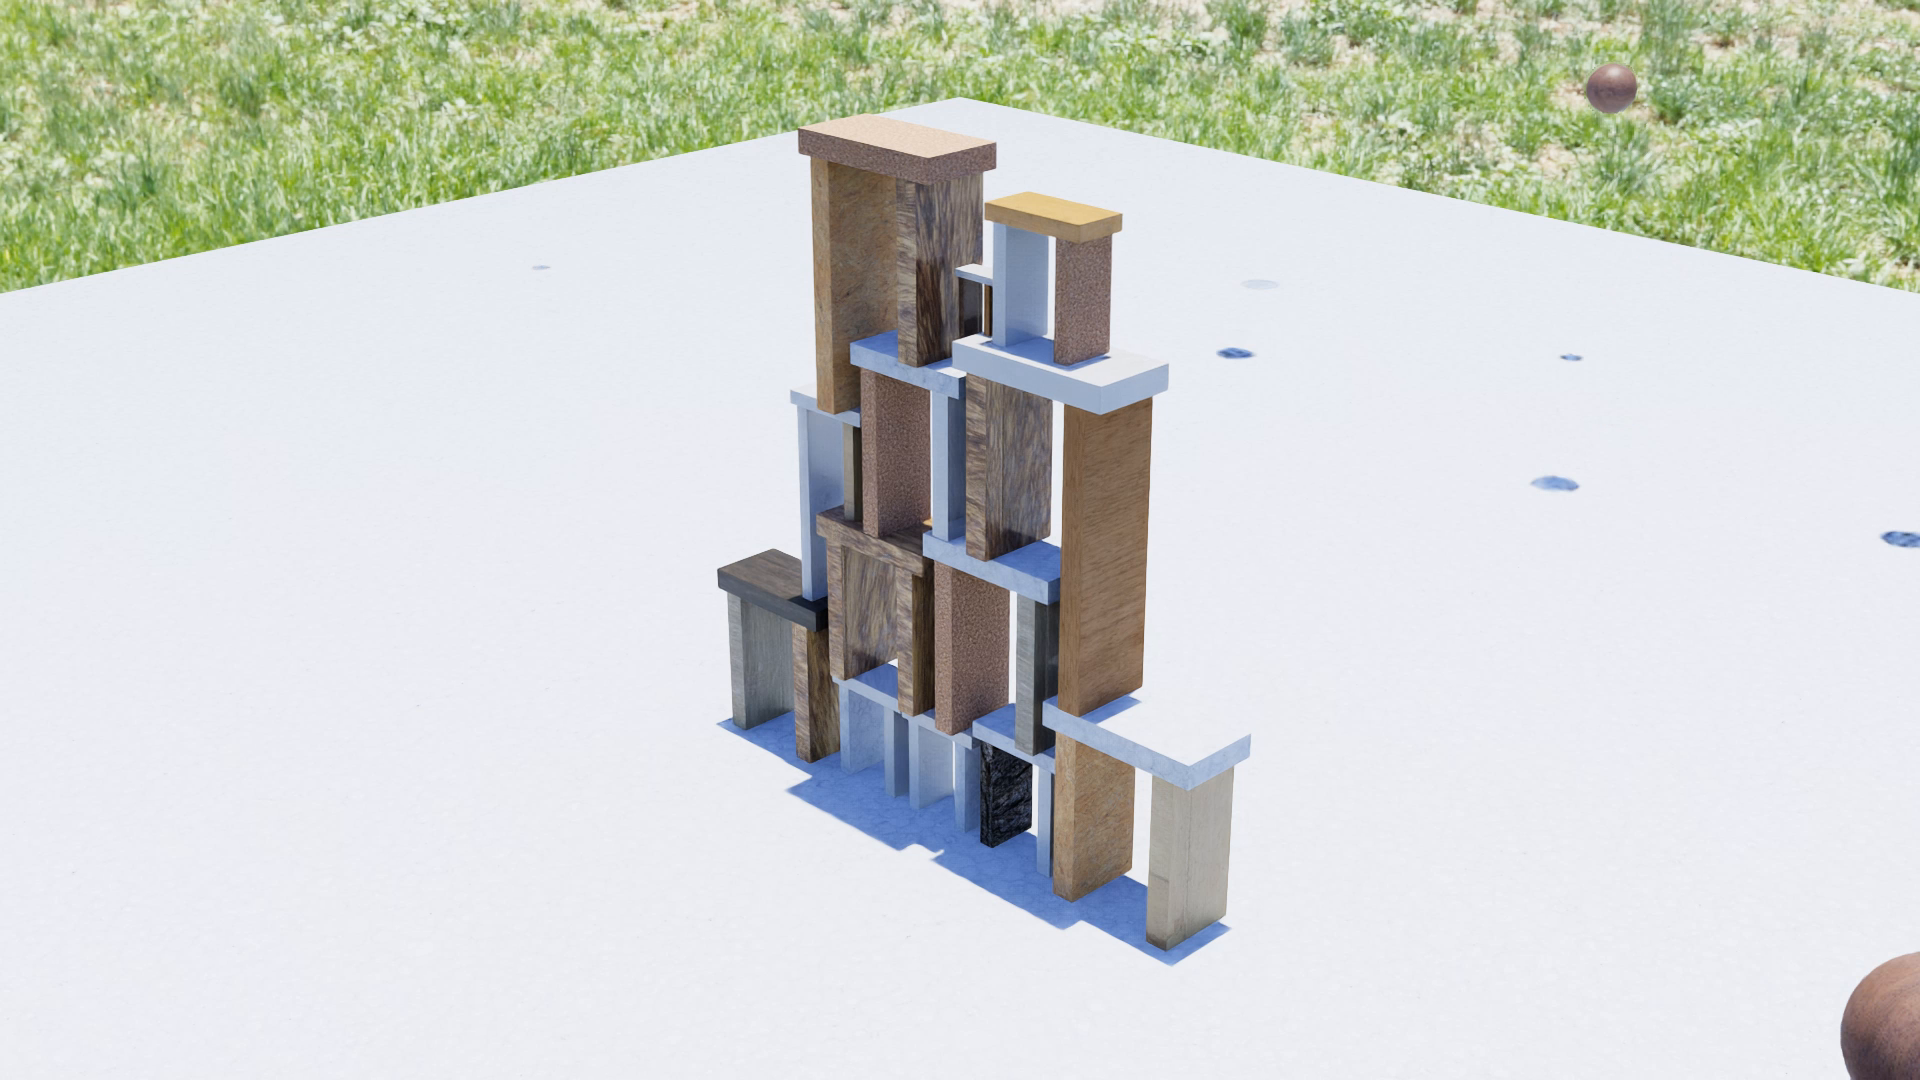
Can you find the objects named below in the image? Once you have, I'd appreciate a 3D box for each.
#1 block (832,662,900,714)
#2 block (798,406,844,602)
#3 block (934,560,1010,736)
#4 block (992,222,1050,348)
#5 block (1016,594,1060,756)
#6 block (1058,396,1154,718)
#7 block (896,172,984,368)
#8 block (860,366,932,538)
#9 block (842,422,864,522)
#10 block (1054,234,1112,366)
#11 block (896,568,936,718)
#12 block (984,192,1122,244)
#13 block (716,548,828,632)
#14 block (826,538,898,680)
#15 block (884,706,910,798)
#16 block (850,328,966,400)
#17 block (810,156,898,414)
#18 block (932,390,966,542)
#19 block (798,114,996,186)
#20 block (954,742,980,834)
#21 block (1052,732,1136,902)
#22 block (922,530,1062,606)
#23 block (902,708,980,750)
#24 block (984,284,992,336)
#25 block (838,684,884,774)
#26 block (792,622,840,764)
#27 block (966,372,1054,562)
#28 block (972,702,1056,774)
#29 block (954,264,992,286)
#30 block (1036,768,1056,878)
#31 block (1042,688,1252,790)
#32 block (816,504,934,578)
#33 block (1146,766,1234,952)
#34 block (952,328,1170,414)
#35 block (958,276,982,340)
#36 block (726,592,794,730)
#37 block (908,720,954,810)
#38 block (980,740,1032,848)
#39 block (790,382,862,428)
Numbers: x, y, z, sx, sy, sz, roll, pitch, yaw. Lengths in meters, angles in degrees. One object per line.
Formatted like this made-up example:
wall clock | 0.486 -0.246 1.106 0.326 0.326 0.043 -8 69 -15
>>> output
block | -0.156 0.293 4.514 0.101 0.029 0.203 -21 31 -40
block | -0.279 -0.085 4.494 0.029 0.422 0.102 21 31 41
block | 0.025 0.188 4.282 0.046 0.361 0.162 21 31 41
block | 0.108 -0.464 3.913 0.032 0.223 0.112 21 31 41
block | 0.177 0.230 4.135 0.046 0.323 0.162 21 31 41
block | 0.260 0.019 3.945 0.178 0.591 0.050 -21 31 -40
block | -0.036 -0.506 4.044 0.049 0.347 0.174 21 31 40
block | -0.123 -0.186 4.277 0.145 0.342 0.041 -21 31 -41
block | -0.183 -0.147 4.362 0.102 0.204 0.029 -21 31 -41
block | 0.213 -0.423 3.816 0.032 0.223 0.112 21 31 41
block | -0.054 0.181 4.362 0.153 0.312 0.043 -21 31 -40
block | 0.161 -0.561 3.814 0.223 0.032 0.112 21 31 41
block | -0.351 0.103 4.649 0.317 0.045 0.158 21 31 41
block | -0.198 0.121 4.493 0.153 0.305 0.043 -21 31 -40
block | -0.109 0.418 4.515 0.029 0.203 0.101 21 31 41
block | -0.055 -0.336 4.139 0.291 0.041 0.145 21 31 40
block | -0.200 -0.501 4.224 0.174 0.497 0.049 -21 31 -41
block | 0.014 -0.156 4.141 0.041 0.291 0.145 21 31 41
block | -0.118 -0.721 4.042 0.347 0.049 0.174 21 31 40
block | 0.034 0.477 4.384 0.028 0.196 0.098 21 31 41
block | 0.255 0.494 4.152 0.049 0.347 0.174 21 31 41
block | 0.101 0.030 4.133 0.323 0.046 0.162 21 31 41
block | -0.012 0.356 4.383 0.098 0.028 0.196 -21 31 -41
block | 0.065 -0.420 3.973 0.014 0.095 0.048 21 31 41
block | -0.204 0.381 4.603 0.029 0.203 0.101 21 31 41
block | -0.276 0.299 4.650 0.045 0.317 0.158 21 31 41
block | 0.091 -0.154 4.053 0.050 0.356 0.178 21 31 40
block | 0.146 0.382 4.232 0.229 0.033 0.115 21 31 41
block | 0.041 -0.479 3.972 0.095 0.014 0.048 21 31 40
block | 0.200 0.524 4.233 0.033 0.230 0.115 21 31 41
block | 0.337 0.343 3.999 0.174 0.049 0.347 -21 31 -41
block | -0.126 -0.011 4.358 0.153 0.043 0.305 -21 31 -40
block | 0.419 0.558 4.001 0.049 0.347 0.174 21 31 41
block | 0.175 -0.309 3.897 0.356 0.050 0.178 21 31 41
block | 0.019 -0.403 4.028 0.048 0.170 0.014 -21 31 -40
block | -0.425 0.241 4.788 0.045 0.317 0.158 21 31 41
block | -0.058 0.441 4.470 0.098 0.196 0.028 -21 31 -41
block | 0.092 0.481 4.333 0.033 0.229 0.115 21 31 41
block | -0.231 -0.273 4.361 0.204 0.029 0.102 21 31 41
